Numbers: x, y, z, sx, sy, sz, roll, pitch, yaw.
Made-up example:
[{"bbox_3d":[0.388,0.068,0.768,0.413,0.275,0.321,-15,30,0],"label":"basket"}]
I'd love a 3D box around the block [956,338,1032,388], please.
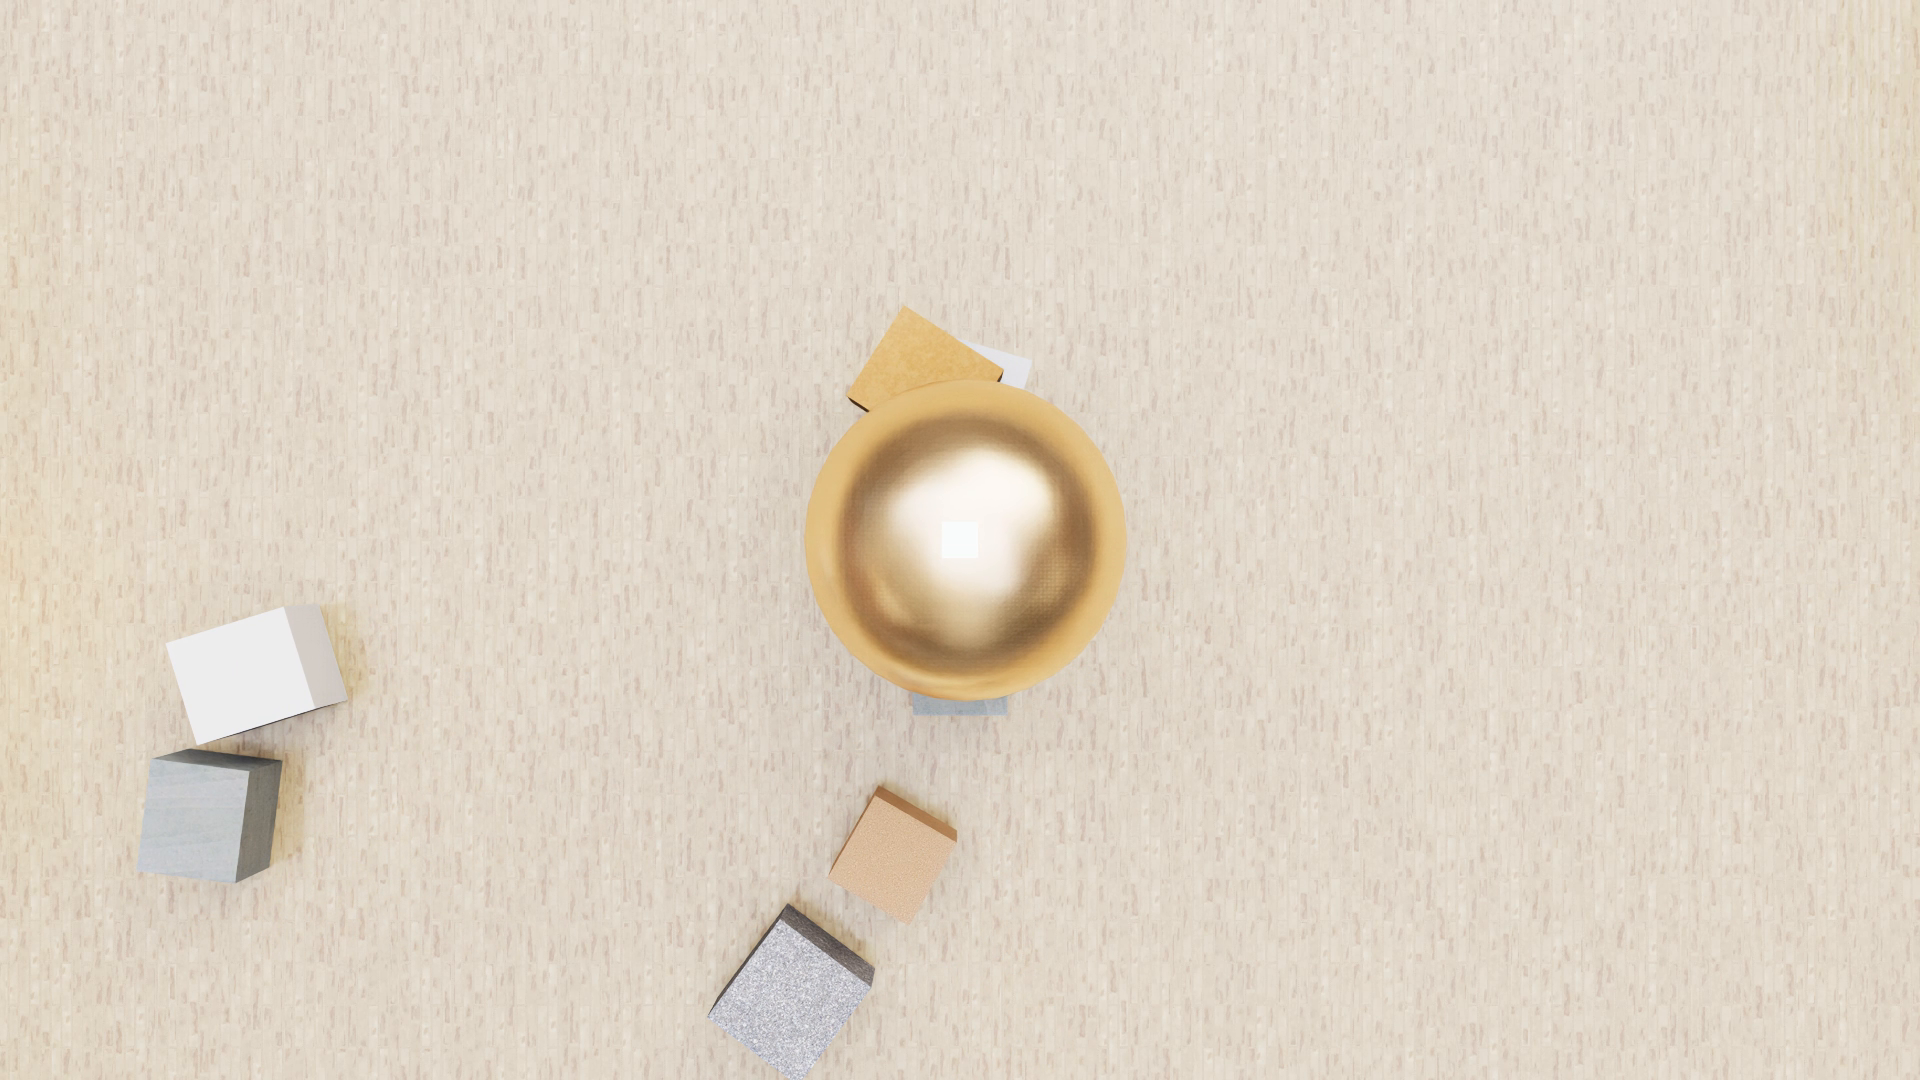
[{"bbox_3d":[-0.095,-0.697,12.605,0.784,0.789,0.857,16,90,0],"label":"block"}]

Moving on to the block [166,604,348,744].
[{"bbox_3d":[-4.033,0.762,12.662,0.691,0.677,0.597,-17,90,0],"label":"block"}]

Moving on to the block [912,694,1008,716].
[{"bbox_3d":[0.001,0.741,12.749,0.538,0.501,0.511,0,90,0],"label":"block"}]

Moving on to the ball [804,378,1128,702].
[{"bbox_3d":[0.028,0.000,10.893,1.600,1.600,1.600,0,90,0],"label":"ball"}]

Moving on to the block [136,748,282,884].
[{"bbox_3d":[-4.320,1.584,12.692,0.560,0.616,0.638,7,90,0],"label":"block"}]

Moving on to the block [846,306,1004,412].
[{"bbox_3d":[-0.184,-0.829,11.888,0.627,0.645,0.564,33,90,0],"label":"block"}]

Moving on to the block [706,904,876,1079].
[{"bbox_3d":[-0.966,2.616,12.719,0.646,0.563,0.693,37,90,0],"label":"block"}]

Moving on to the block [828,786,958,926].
[{"bbox_3d":[-0.385,1.818,12.733,0.537,0.534,0.544,30,90,0],"label":"block"}]

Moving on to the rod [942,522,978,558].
[{"bbox_3d":[0.012,0.000,7.493,0.080,5.200,0.080,0,90,0],"label":"rod"}]
